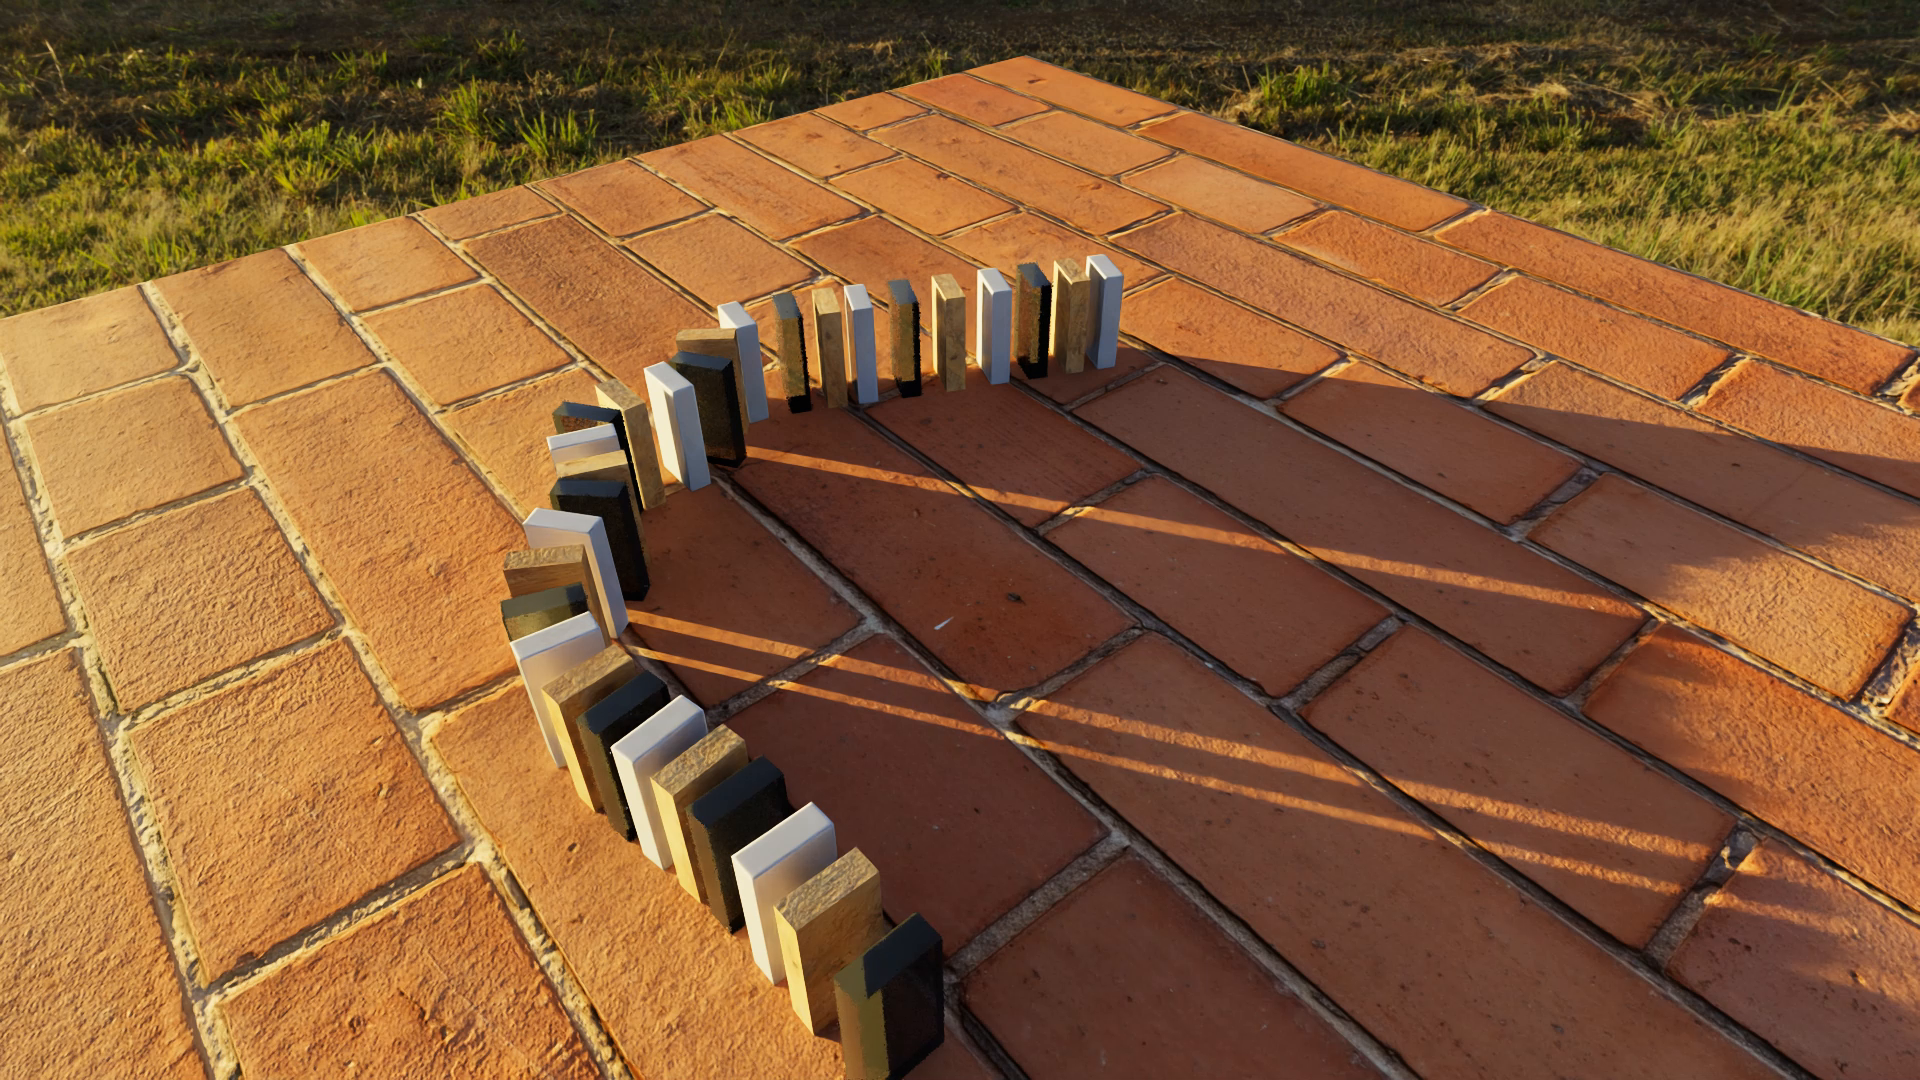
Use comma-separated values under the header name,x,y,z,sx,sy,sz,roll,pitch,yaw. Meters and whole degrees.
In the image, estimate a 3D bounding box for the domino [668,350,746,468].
name,x,y,z,sx,sy,sz,roll,pitch,yaw
domino,-0.110,-0.057,0.481,0.025,0.050,0.009,11,41,14

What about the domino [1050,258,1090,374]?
name,x,y,z,sx,sy,sz,roll,pitch,yaw
domino,0.054,-0.111,0.547,0.009,0.050,0.025,-10,40,-12

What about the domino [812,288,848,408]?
name,x,y,z,sx,sy,sz,roll,pitch,yaw
domino,-0.062,-0.091,0.523,0.009,0.050,0.025,-9,40,-11

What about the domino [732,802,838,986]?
name,x,y,z,sx,sy,sz,roll,pitch,yaw
domino,-0.045,0.095,0.295,0.025,0.050,0.010,-30,48,-31

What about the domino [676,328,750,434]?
name,x,y,z,sx,sy,sz,roll,pitch,yaw
domino,-0.111,-0.071,0.498,0.025,0.050,0.009,-3,39,-3

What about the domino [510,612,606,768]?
name,x,y,z,sx,sy,sz,roll,pitch,yaw
domino,-0.124,0.049,0.352,0.025,0.050,0.009,-24,45,-26

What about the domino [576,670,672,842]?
name,x,y,z,sx,sy,sz,roll,pitch,yaw
domino,-0.097,0.066,0.331,0.009,0.050,0.025,27,47,29

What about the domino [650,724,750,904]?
name,x,y,z,sx,sy,sz,roll,pitch,yaw
domino,-0.071,0.079,0.315,0.009,0.050,0.025,28,47,30

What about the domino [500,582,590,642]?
name,x,y,z,sx,sy,sz,roll,pitch,yaw
domino,-0.132,0.039,0.364,0.025,0.050,0.009,-14,41,-17

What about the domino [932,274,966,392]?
name,x,y,z,sx,sy,sz,roll,pitch,yaw
domino,-0.005,-0.100,0.534,0.010,0.050,0.025,-11,40,-13

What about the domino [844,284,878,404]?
name,x,y,z,sx,sy,sz,roll,pitch,yaw
domino,-0.047,-0.093,0.525,0.009,0.050,0.025,-9,40,-11

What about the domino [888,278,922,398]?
name,x,y,z,sx,sy,sz,roll,pitch,yaw
domino,-0.027,-0.097,0.529,0.009,0.050,0.025,-9,40,-11

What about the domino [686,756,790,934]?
name,x,y,z,sx,sy,sz,roll,pitch,yaw
domino,-0.060,0.086,0.307,0.009,0.050,0.025,32,49,33

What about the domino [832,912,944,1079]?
name,x,y,z,sx,sy,sz,roll,pitch,yaw
domino,-0.017,0.116,0.270,0.025,0.050,0.010,-30,48,-31

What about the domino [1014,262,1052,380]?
name,x,y,z,sx,sy,sz,roll,pitch,yaw
domino,0.036,-0.108,0.543,0.010,0.050,0.025,-10,40,-12

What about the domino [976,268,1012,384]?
name,x,y,z,sx,sy,sz,roll,pitch,yaw
domino,0.017,-0.104,0.539,0.010,0.050,0.025,-10,40,-12

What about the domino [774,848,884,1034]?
name,x,y,z,sx,sy,sz,roll,pitch,yaw
domino,-0.032,0.104,0.284,0.025,0.050,0.010,-29,47,-31

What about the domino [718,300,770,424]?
name,x,y,z,sx,sy,sz,roll,pitch,yaw
domino,-0.101,-0.082,0.512,0.010,0.050,0.025,-20,43,-22

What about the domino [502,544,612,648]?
name,x,y,z,sx,sy,sz,roll,pitch,yaw
domino,-0.138,0.025,0.381,0.025,0.050,0.010,-6,40,-8

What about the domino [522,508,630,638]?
name,x,y,z,sx,sy,sz,roll,pitch,yaw
domino,-0.138,0.013,0.396,0.025,0.050,0.009,8,40,10

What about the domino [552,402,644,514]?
name,x,y,z,sx,sy,sz,roll,pitch,yaw
domino,-0.147,-0.031,0.450,0.025,0.050,0.009,9,40,11

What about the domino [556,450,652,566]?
name,x,y,z,sx,sy,sz,roll,pitch,yaw
domino,-0.136,-0.009,0.422,0.025,0.050,0.010,-14,41,-16

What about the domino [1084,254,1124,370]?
name,x,y,z,sx,sy,sz,roll,pitch,yaw
domino,0.071,-0.114,0.551,0.010,0.050,0.025,-10,40,-12

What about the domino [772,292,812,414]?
name,x,y,z,sx,sy,sz,roll,pitch,yaw
domino,-0.079,-0.088,0.519,0.010,0.050,0.025,-11,41,-13

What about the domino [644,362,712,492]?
name,x,y,z,sx,sy,sz,roll,pitch,yaw
domino,-0.121,-0.048,0.470,0.009,0.050,0.025,-28,47,-30

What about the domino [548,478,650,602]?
name,x,y,z,sx,sy,sz,roll,pitch,yaw
domino,-0.134,0.001,0.411,0.025,0.050,0.010,3,39,3

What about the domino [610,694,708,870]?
name,x,y,z,sx,sy,sz,roll,pitch,yaw
domino,-0.085,0.072,0.324,0.010,0.050,0.025,27,46,29

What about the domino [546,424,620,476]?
name,x,y,z,sx,sy,sz,roll,pitch,yaw
domino,-0.145,-0.020,0.436,0.025,0.050,0.009,-15,42,-18

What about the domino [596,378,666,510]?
name,x,y,z,sx,sy,sz,roll,pitch,yaw
domino,-0.137,-0.040,0.460,0.009,0.050,0.025,-29,47,-30

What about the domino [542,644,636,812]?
name,x,y,z,sx,sy,sz,roll,pitch,yaw
domino,-0.110,0.059,0.340,0.009,0.050,0.025,31,48,32
